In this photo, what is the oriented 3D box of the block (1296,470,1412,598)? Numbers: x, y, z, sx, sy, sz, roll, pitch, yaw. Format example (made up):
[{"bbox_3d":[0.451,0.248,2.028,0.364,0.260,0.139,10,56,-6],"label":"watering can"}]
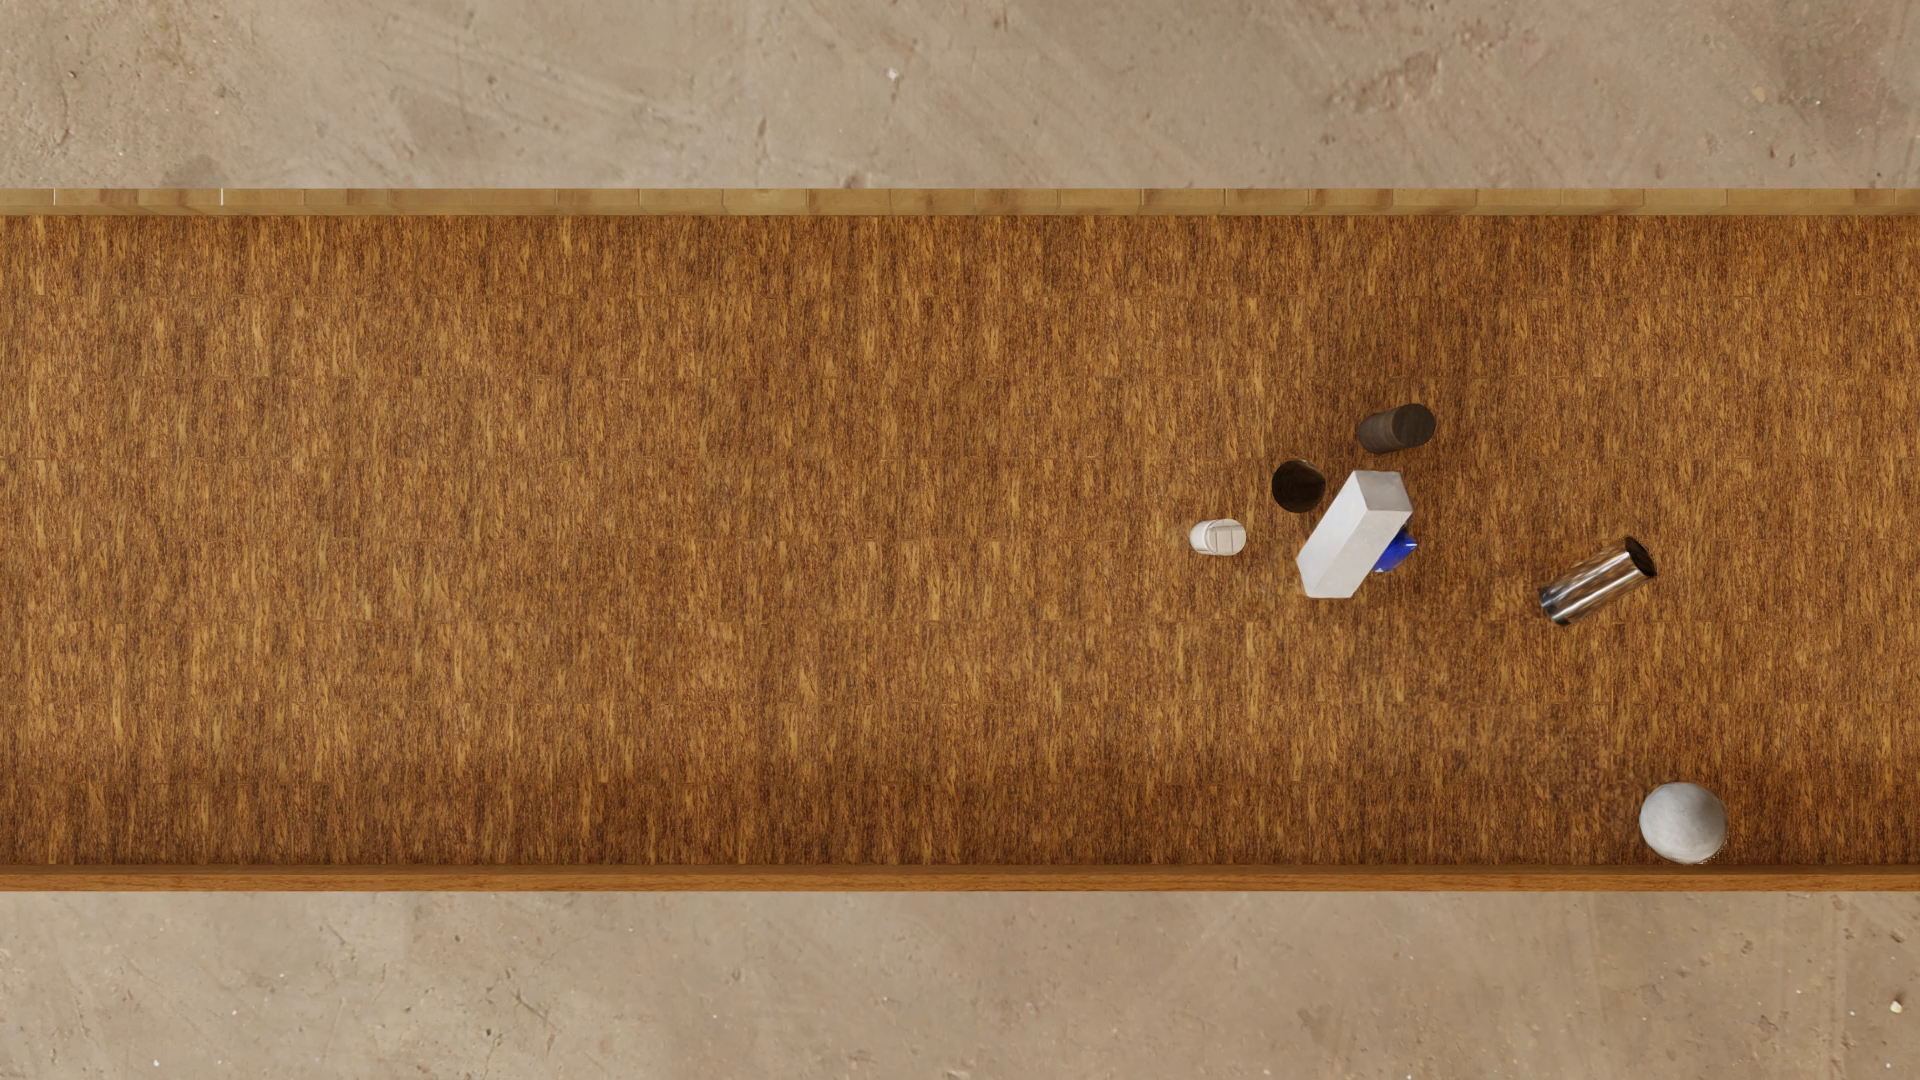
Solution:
[{"bbox_3d":[1.152,-0.011,4.846,0.142,0.439,0.142,1,54,-15],"label":"block"}]

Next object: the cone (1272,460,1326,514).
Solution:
[{"bbox_3d":[1.042,-0.166,4.889,0.167,0.375,0.167,0,90,0],"label":"cone"}]

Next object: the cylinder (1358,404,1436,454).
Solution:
[{"bbox_3d":[1.288,-0.326,4.879,0.124,0.395,0.124,0,90,0],"label":"cylinder"}]

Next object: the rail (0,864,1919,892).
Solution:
[{"bbox_3d":[-2.247,1.025,5.001,12.000,0.150,0.050,0,90,0],"label":"rail"}]

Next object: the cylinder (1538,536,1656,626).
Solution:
[{"bbox_3d":[1.901,0.127,4.927,0.140,0.140,0.306,51,128,0],"label":"cylinder"}]

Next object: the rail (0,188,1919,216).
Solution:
[{"bbox_3d":[-2.247,-1.025,5.002,12.000,0.150,0.050,0,90,0],"label":"rail"}]

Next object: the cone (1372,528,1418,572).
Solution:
[{"bbox_3d":[1.295,0.013,4.869,0.174,0.414,0.174,0,90,0],"label":"cone"}]

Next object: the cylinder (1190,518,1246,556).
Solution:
[{"bbox_3d":[0.759,-0.008,4.876,0.105,0.400,0.105,0,90,0],"label":"cylinder"}]

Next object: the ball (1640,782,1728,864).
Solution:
[{"bbox_3d":[2.173,0.847,4.955,0.244,0.244,0.244,0,90,0],"label":"ball"}]
